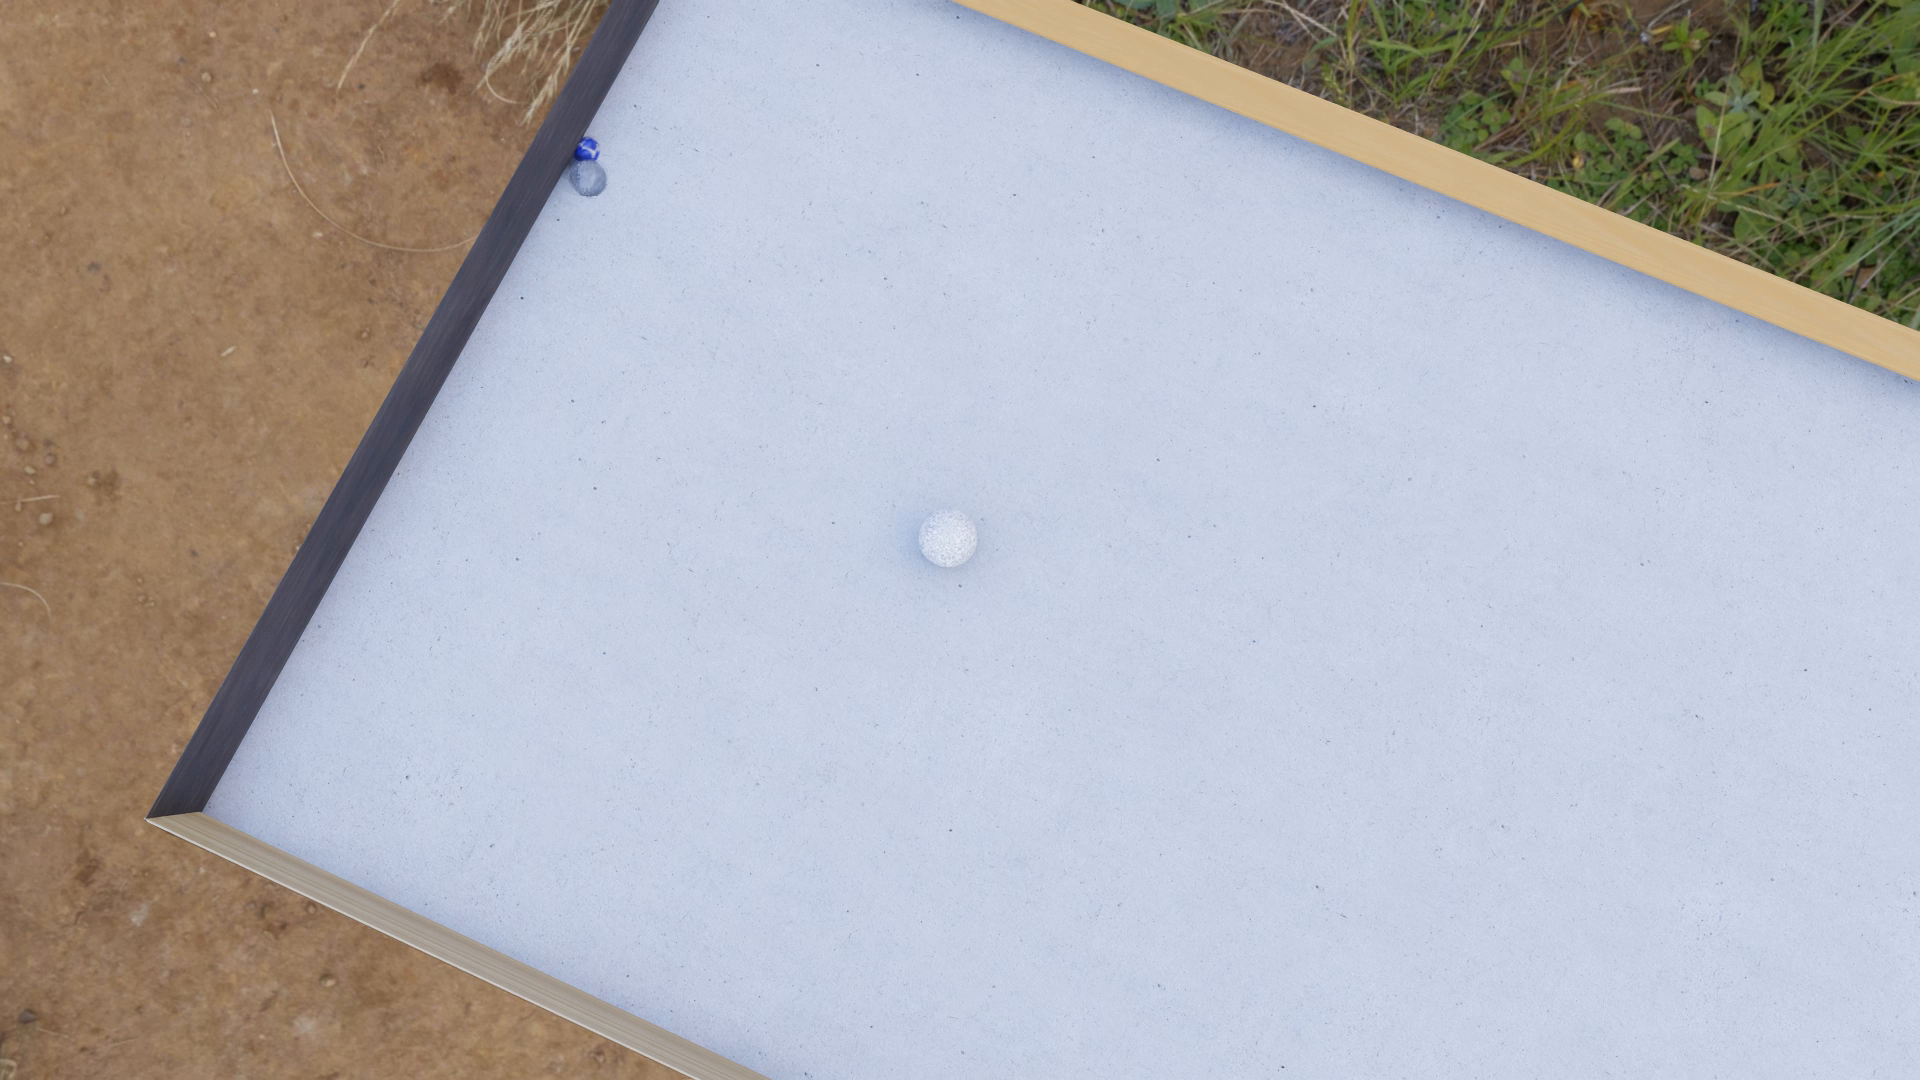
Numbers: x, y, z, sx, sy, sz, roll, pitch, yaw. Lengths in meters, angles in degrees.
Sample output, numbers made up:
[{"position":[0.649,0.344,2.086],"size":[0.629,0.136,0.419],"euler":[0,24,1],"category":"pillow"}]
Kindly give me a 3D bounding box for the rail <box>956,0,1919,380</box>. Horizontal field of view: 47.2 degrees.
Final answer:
[{"position":[1.172,-0.419,3.516],"size":[3.563,0.119,0.045],"euler":[23,73,7],"category":"rail"}]

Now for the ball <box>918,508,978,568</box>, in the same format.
[{"position":[-0.018,-0.003,3.394],"size":[0.092,0.092,0.092],"euler":[0,72,0],"category":"ball"}]

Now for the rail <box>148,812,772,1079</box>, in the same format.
[{"position":[0.453,1.098,3.016],"size":[3.563,0.119,0.045],"euler":[23,73,7],"category":"rail"}]

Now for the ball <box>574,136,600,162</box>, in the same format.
[{"position":[-0.616,-0.642,3.628],"size":[0.046,0.046,0.046],"euler":[0,72,0],"category":"ball"}]

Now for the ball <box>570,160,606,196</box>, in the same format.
[{"position":[-0.610,-0.593,3.604],"size":[0.061,0.061,0.061],"euler":[0,72,0],"category":"ball"}]

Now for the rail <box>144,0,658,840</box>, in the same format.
[{"position":[-0.791,-0.346,3.491],"size":[0.045,0.119,1.799],"euler":[23,73,7],"category":"rail"}]
